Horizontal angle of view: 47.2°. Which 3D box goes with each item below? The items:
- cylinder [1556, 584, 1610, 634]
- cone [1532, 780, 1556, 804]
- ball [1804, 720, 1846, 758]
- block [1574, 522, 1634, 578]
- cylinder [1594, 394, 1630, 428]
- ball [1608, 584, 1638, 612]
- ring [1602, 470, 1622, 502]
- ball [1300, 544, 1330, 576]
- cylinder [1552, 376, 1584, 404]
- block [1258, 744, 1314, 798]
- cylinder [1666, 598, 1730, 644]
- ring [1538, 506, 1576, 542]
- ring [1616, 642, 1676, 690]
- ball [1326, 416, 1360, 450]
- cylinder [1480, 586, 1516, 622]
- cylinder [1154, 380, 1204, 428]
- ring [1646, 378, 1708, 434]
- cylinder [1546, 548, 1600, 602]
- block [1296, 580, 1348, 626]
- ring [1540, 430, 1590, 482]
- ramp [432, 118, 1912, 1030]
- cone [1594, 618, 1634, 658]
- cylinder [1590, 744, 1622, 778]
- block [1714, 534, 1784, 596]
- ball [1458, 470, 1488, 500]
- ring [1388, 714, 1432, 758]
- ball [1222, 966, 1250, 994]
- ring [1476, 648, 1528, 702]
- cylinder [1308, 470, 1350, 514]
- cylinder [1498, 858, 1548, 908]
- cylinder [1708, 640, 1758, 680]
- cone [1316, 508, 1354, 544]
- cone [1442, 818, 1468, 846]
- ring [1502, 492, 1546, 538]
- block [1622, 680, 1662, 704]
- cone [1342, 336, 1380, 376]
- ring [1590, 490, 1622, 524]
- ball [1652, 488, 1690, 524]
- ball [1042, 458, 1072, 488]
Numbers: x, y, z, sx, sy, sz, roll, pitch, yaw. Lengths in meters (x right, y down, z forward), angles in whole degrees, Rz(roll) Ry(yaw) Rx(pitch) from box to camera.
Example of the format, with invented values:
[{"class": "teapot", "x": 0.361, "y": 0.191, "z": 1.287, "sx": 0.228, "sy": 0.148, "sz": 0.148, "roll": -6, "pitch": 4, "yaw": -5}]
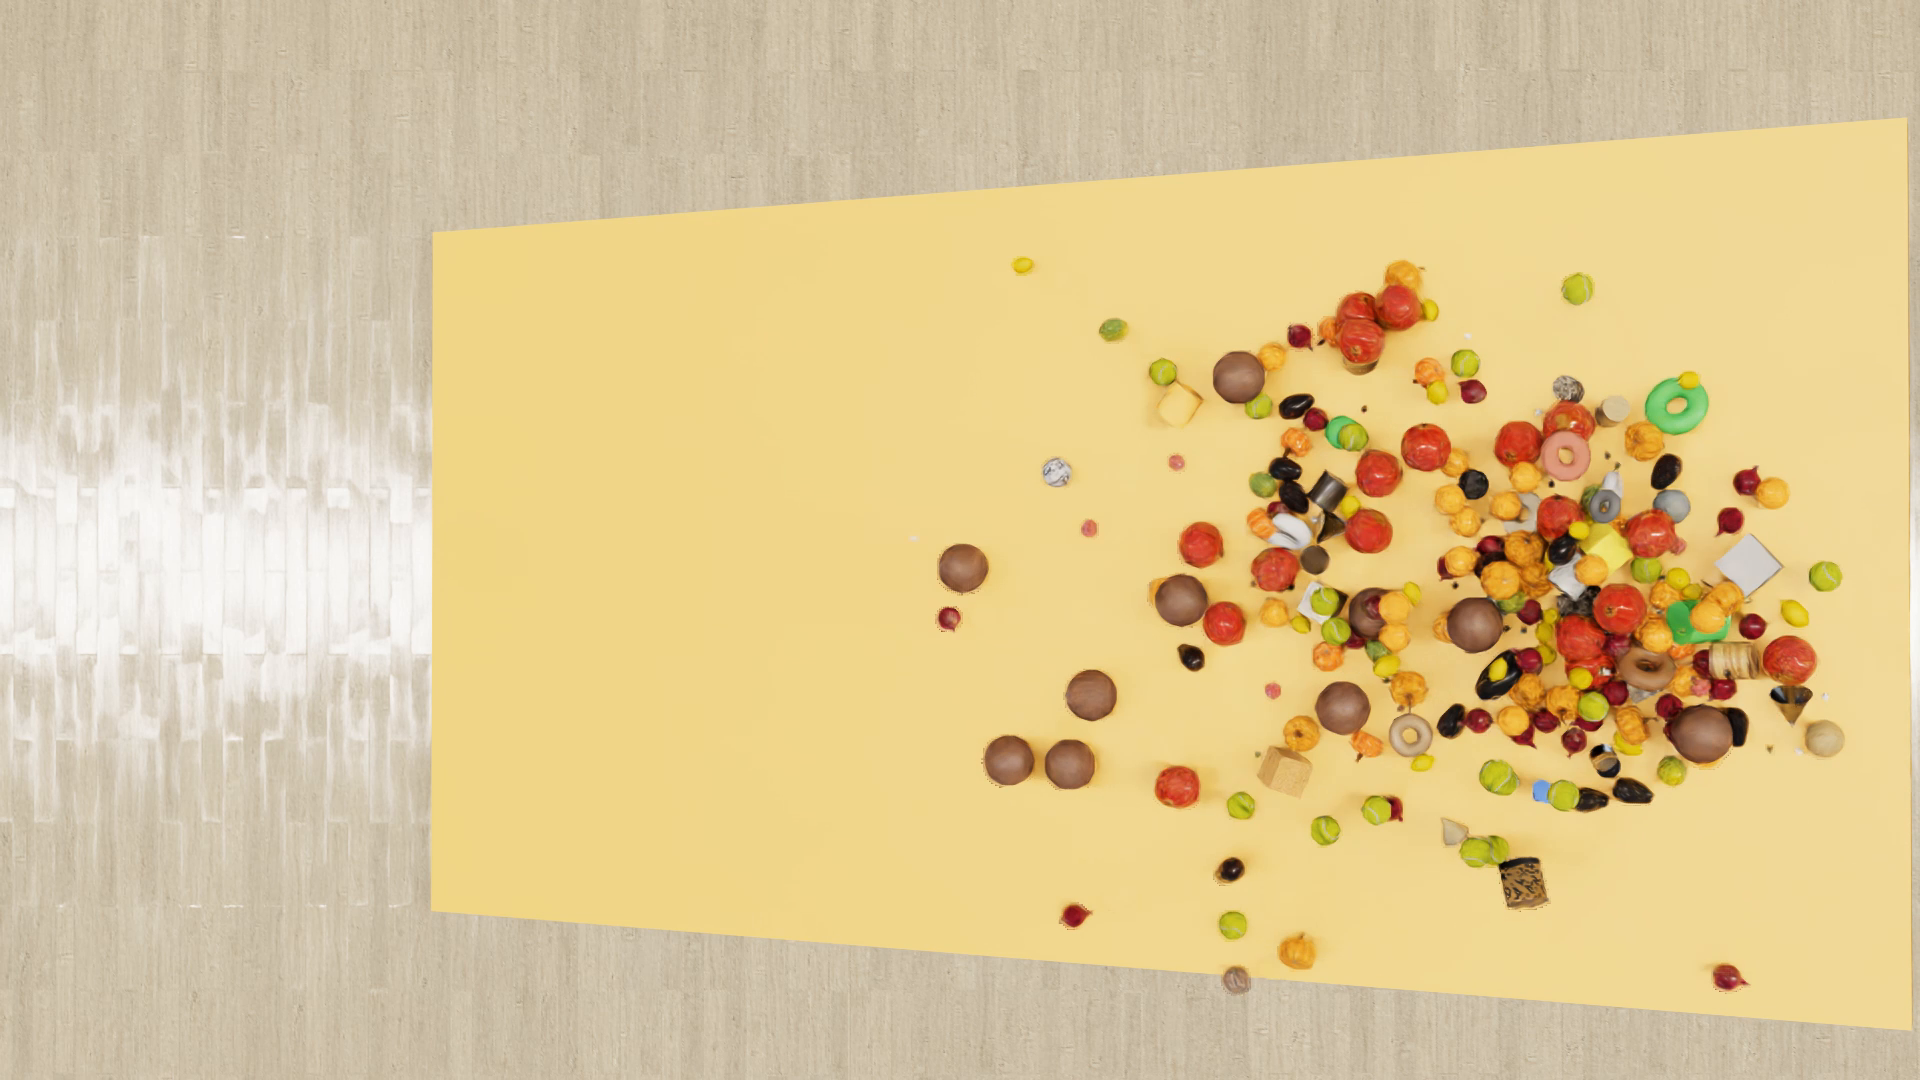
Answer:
[{"class": "cylinder", "x": 1.434, "y": 0.158, "z": 5.060, "sx": 0.092, "sy": 0.092, "sz": 0.092, "roll": -21, "pitch": 89, "yaw": 24}, {"class": "cone", "x": 1.348, "y": 0.596, "z": 5.124, "sx": 0.057, "sy": 0.057, "sz": 0.057, "roll": 6, "pitch": 62, "yaw": -11}, {"class": "ball", "x": 1.905, "y": 0.438, "z": 4.847, "sx": 0.084, "sy": 0.084, "sz": 0.084, "roll": 0, "pitch": 89, "yaw": 0}, {"class": "block", "x": 1.461, "y": 0.017, "z": 4.989, "sx": 0.081, "sy": 0.081, "sz": 0.081, "roll": -41, "pitch": 108, "yaw": 9}, {"class": "cylinder", "x": 1.495, "y": -0.295, "z": 5.043, "sx": 0.063, "sy": 0.063, "sz": 0.063, "roll": 0, "pitch": 79, "yaw": -2}, {"class": "ball", "x": 1.503, "y": 0.132, "z": 4.981, "sx": 0.065, "sy": 0.065, "sz": 0.065, "roll": 0, "pitch": 89, "yaw": 0}, {"class": "ring", "x": 1.491, "y": -0.112, "z": 5.027, "sx": 0.032, "sy": 0.097, "sz": 0.097, "roll": 4, "pitch": 89, "yaw": 30}, {"class": "ball", "x": 0.861, "y": 0.049, "z": 5.335, "sx": 0.074, "sy": 0.074, "sz": 0.074, "roll": 0, "pitch": 89, "yaw": 0}, {"class": "cylinder", "x": 1.409, "y": -0.348, "z": 5.093, "sx": 0.059, "sy": 0.059, "sz": 0.059, "roll": -4, "pitch": 81, "yaw": 30}, {"class": "block", "x": 0.789, "y": 0.561, "z": 5.336, "sx": 0.087, "sy": 0.087, "sz": 0.087, "roll": 19, "pitch": 99, "yaw": -16}, {"class": "cylinder", "x": 1.656, "y": 0.182, "z": 4.933, "sx": 0.098, "sy": 0.098, "sz": 0.098, "roll": -4, "pitch": 89, "yaw": -18}, {"class": "ring", "x": 1.386, "y": -0.036, "z": 5.100, "sx": 0.094, "sy": 0.094, "sz": 0.031, "roll": -52, "pitch": 131, "yaw": -1}, {"class": "ring", "x": 1.548, "y": 0.284, "z": 4.960, "sx": 0.131, "sy": 0.044, "sz": 0.131, "roll": -1, "pitch": 48, "yaw": 1}, {"class": "ball", "x": 0.922, "y": -0.259, "z": 5.306, "sx": 0.082, "sy": 0.082, "sz": 0.082, "roll": 0, "pitch": 89, "yaw": 0}, {"class": "cylinder", "x": 1.259, "y": 0.151, "z": 5.145, "sx": 0.061, "sy": 0.061, "sz": 0.061, "roll": 46, "pitch": 69, "yaw": 0}, {"class": "cylinder", "x": 0.546, "y": -0.338, "z": 5.476, "sx": 0.087, "sy": 0.087, "sz": 0.087, "roll": 34, "pitch": 105, "yaw": 0}, {"class": "ring", "x": 1.622, "y": -0.304, "z": 4.976, "sx": 0.140, "sy": 0.047, "sz": 0.140, "roll": -13, "pitch": 62, "yaw": 26}, {"class": "cylinder", "x": 1.395, "y": 0.080, "z": 5.006, "sx": 0.087, "sy": 0.087, "sz": 0.087, "roll": 41, "pitch": 95, "yaw": 0}, {"class": "block", "x": 0.878, "y": 0.153, "z": 5.322, "sx": 0.081, "sy": 0.081, "sz": 0.081, "roll": 29, "pitch": 101, "yaw": 22}, {"class": "ring", "x": 1.376, "y": -0.192, "z": 4.998, "sx": 0.118, "sy": 0.039, "sz": 0.118, "roll": 1, "pitch": 83, "yaw": -8}, {"class": "ramp", "x": 0.282, "y": 0.082, "z": 5.696, "sx": 4.000, "sy": 0.100, "sz": 2.000, "roll": 0, "pitch": 89, "yaw": 25}, {"class": "cone", "x": 1.511, "y": 0.210, "z": 5.016, "sx": 0.087, "sy": 0.087, "sz": 0.087, "roll": 30, "pitch": 120, "yaw": 0}, {"class": "cylinder", "x": 1.480, "y": 0.507, "z": 5.043, "sx": 0.057, "sy": 0.057, "sz": 0.057, "roll": -1, "pitch": 116, "yaw": -1}, {"class": "block", "x": 1.763, "y": 0.056, "z": 4.908, "sx": 0.100, "sy": 0.100, "sz": 0.100, "roll": -45, "pitch": 72, "yaw": 17}, {"class": "ball", "x": 1.209, "y": -0.130, "z": 5.179, "sx": 0.071, "sy": 0.071, "sz": 0.071, "roll": 0, "pitch": 89, "yaw": 0}, {"class": "ring", "x": 1.076, "y": 0.468, "z": 5.254, "sx": 0.107, "sy": 0.036, "sz": 0.107, "roll": 0, "pitch": 90, "yaw": 26}, {"class": "ball", "x": 0.680, "y": 1.082, "z": 5.411, "sx": 0.066, "sy": 0.066, "sz": 0.066, "roll": 0, "pitch": 89, "yaw": 0}, {"class": "ring", "x": 1.250, "y": 0.311, "z": 5.079, "sx": 0.049, "sy": 0.147, "sz": 0.147, "roll": 41, "pitch": 89, "yaw": -3}, {"class": "cylinder", "x": 0.892, "y": -0.117, "z": 5.322, "sx": 0.075, "sy": 0.075, "sz": 0.075, "roll": 34, "pitch": 104, "yaw": 0}, {"class": "cylinder", "x": 1.239, "y": 0.755, "z": 4.837, "sx": 0.090, "sy": 0.090, "sz": 0.090, "roll": -6, "pitch": 66, "yaw": 0}, {"class": "cylinder", "x": 1.720, "y": 0.268, "z": 4.890, "sx": 0.087, "sy": 0.087, "sz": 0.087, "roll": -3, "pitch": 89, "yaw": 34}, {"class": "cone", "x": 0.917, "y": -0.032, "z": 5.330, "sx": 0.089, "sy": 0.089, "sz": 0.089, "roll": 5, "pitch": 89, "yaw": -2}, {"class": "cone", "x": 1.152, "y": 0.674, "z": 5.184, "sx": 0.067, "sy": 0.067, "sz": 0.067, "roll": -40, "pitch": 112, "yaw": 0}, {"class": "ring", "x": 1.314, "y": -0.059, "z": 5.131, "sx": 0.038, "sy": 0.113, "sz": 0.113, "roll": 15, "pitch": 89, "yaw": -39}, {"class": "block", "x": 1.556, "y": 0.331, "z": 5.019, "sx": 0.063, "sy": 0.063, "sz": 0.063, "roll": -31, "pitch": 77, "yaw": 21}, {"class": "cone", "x": 0.943, "y": -0.450, "z": 5.282, "sx": 0.096, "sy": 0.096, "sz": 0.096, "roll": -4, "pitch": 82, "yaw": 34}, {"class": "ring", "x": 1.436, "y": -0.075, "z": 4.895, "sx": 0.026, "sy": 0.078, "sz": 0.078, "roll": 12, "pitch": 89, "yaw": -39}, {"class": "ball", "x": 1.614, "y": -0.076, "z": 4.987, "sx": 0.082, "sy": 0.082, "sz": 0.082, "roll": 0, "pitch": 89, "yaw": 0}, {"class": "ball", "x": 0.247, "y": -0.171, "z": 5.618, "sx": 0.076, "sy": 0.076, "sz": 0.076, "roll": 0, "pitch": 89, "yaw": 0}]
